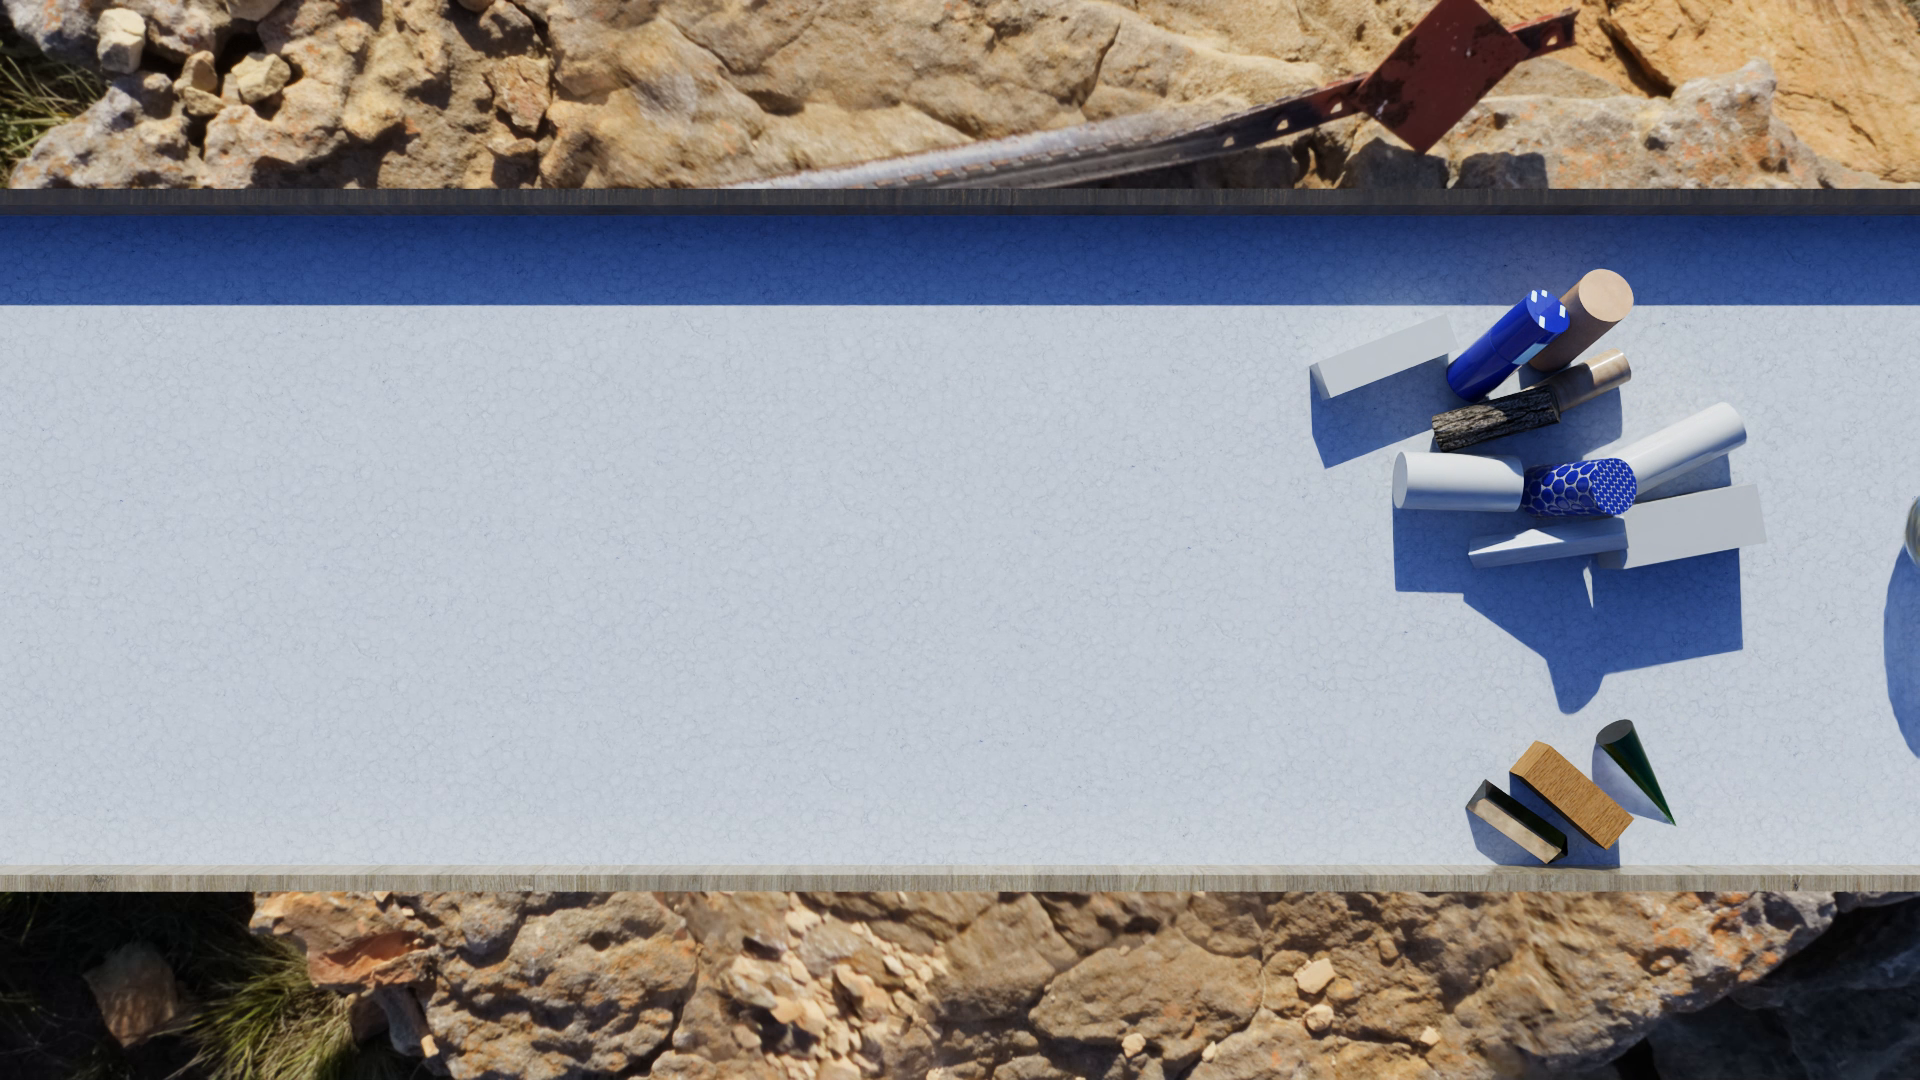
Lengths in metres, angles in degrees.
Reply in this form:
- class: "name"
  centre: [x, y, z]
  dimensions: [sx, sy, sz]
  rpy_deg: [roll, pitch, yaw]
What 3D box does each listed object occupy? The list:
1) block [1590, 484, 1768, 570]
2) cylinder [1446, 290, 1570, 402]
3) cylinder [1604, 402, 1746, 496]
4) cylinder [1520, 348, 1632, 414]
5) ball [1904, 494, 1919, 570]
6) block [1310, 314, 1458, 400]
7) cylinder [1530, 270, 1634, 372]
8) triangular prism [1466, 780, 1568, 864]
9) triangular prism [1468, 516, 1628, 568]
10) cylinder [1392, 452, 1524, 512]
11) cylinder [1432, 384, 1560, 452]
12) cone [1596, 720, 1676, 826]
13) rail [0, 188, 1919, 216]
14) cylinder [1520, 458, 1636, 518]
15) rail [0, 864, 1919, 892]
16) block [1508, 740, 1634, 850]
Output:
- class: "block"
  centre: [2.168, -0.041, 4.988]
  dimensions: [0.437, 0.178, 0.178]
  rpy_deg: [-11, 90, 0]
- class: "cylinder"
  centre: [1.615, -0.569, 4.879]
  dimensions: [0.149, 0.379, 0.149]
  rpy_deg: [11, 59, -19]
- class: "cylinder"
  centre: [2.136, -0.256, 5.003]
  dimensions: [0.450, 0.147, 0.147]
  rpy_deg: [-25, 90, 0]
- class: "cylinder"
  centre: [1.848, -0.458, 5.020]
  dimensions: [0.360, 0.114, 0.114]
  rpy_deg: [-25, 90, 0]
- class: "ball"
  centre: [3.014, -0.023, 4.889]
  dimensions: [0.375, 0.375, 0.375]
  rpy_deg: [0, 90, 0]
- class: "block"
  centre: [1.289, -0.555, 5.019]
  dimensions: [0.415, 0.114, 0.114]
  rpy_deg: [-21, 90, 0]
- class: "cylinder"
  centre: [1.817, -0.643, 4.873]
  dimensions: [0.163, 0.375, 0.163]
  rpy_deg: [2, 73, -6]
- class: "triangular prism"
  centre: [1.710, 0.866, 5.028]
  dimensions: [0.305, 0.091, 0.105]
  rpy_deg: [35, 90, 0]
- class: "triangular prism"
  centre: [1.758, 0.012, 4.942]
  dimensions: [0.444, 0.082, 0.095]
  rpy_deg: [-9, 90, 25]
- class: "cylinder"
  centre: [1.504, -0.176, 4.991]
  dimensions: [0.345, 0.172, 0.172]
  rpy_deg: [2, 90, 0]
- class: "cylinder"
  centre: [1.605, -0.363, 4.941]
  dimensions: [0.347, 0.118, 0.118]
  rpy_deg: [-15, 90, 29]
- class: "cone"
  centre: [2.099, 0.734, 5.047]
  dimensions: [0.121, 0.121, 0.376]
  rpy_deg: [-36, 99, 0]
- class: "rail"
  centre: [-2.247, -1.025, 5.002]
  dimensions: [12.000, 0.150, 0.050]
  rpy_deg: [0, 90, 0]
- class: "cylinder"
  centre: [1.832, -0.151, 4.903]
  dimensions: [0.165, 0.308, 0.165]
  rpy_deg: [1, 88, -22]
- class: "rail"
  centre: [-2.247, 1.025, 5.001]
  dimensions: [12.000, 0.150, 0.050]
  rpy_deg: [0, 90, 0]
- class: "block"
  centre: [1.857, 0.774, 5.014]
  dimensions: [0.336, 0.126, 0.126]
  rpy_deg: [41, 90, 0]
